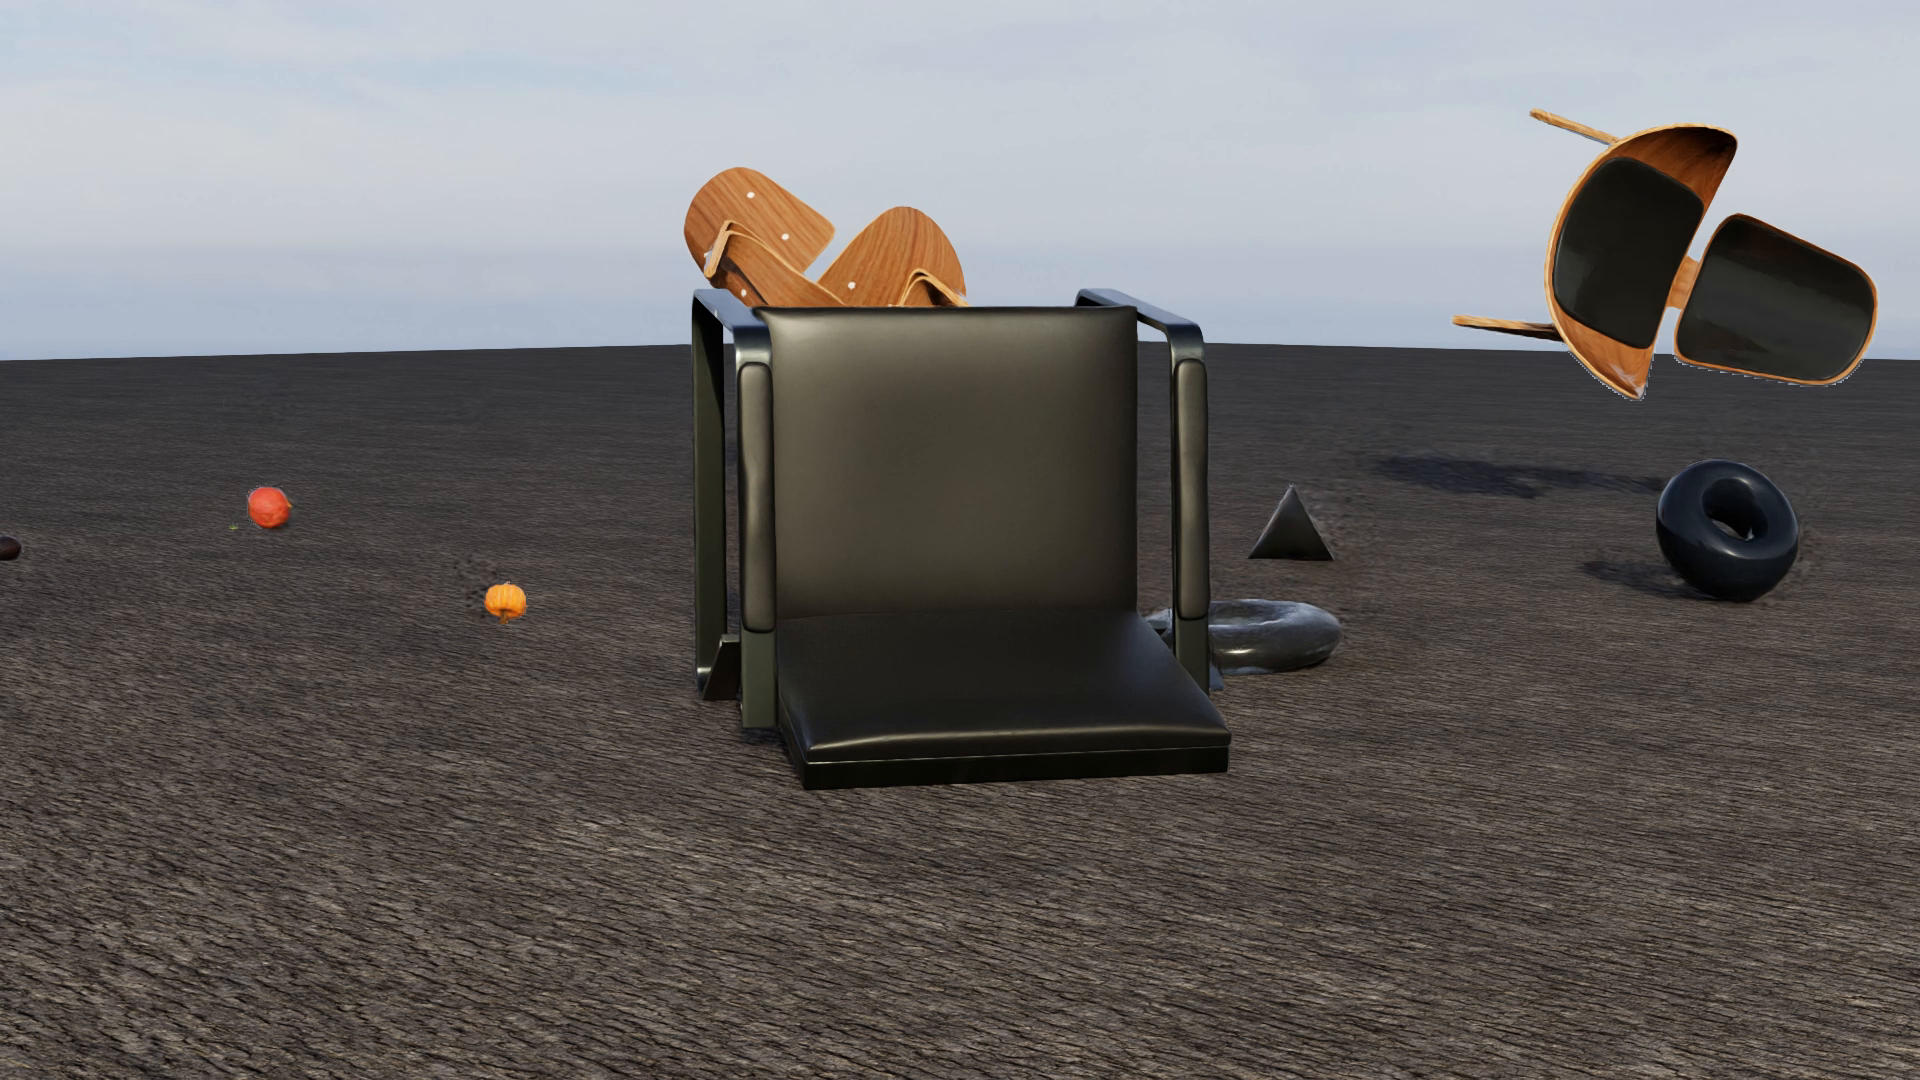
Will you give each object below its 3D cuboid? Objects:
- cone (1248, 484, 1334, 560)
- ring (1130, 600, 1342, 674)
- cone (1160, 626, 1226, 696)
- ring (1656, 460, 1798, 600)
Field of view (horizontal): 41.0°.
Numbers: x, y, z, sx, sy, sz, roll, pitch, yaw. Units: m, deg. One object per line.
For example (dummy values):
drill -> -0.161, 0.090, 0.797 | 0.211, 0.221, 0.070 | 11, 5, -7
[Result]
cone -> 0.748, 0.000, 5.990 | 0.172, 0.197, 0.262 | -30, 14, 8
ring -> 0.472, 0.165, 4.392 | 0.358, 0.082, 0.402 | 1, 8, 24
cone -> 0.391, 0.215, 4.071 | 0.094, 0.128, 0.109 | 35, -45, -29
ring -> 1.560, -0.022, 5.221 | 0.282, 0.316, 0.146 | 2, -38, -9
